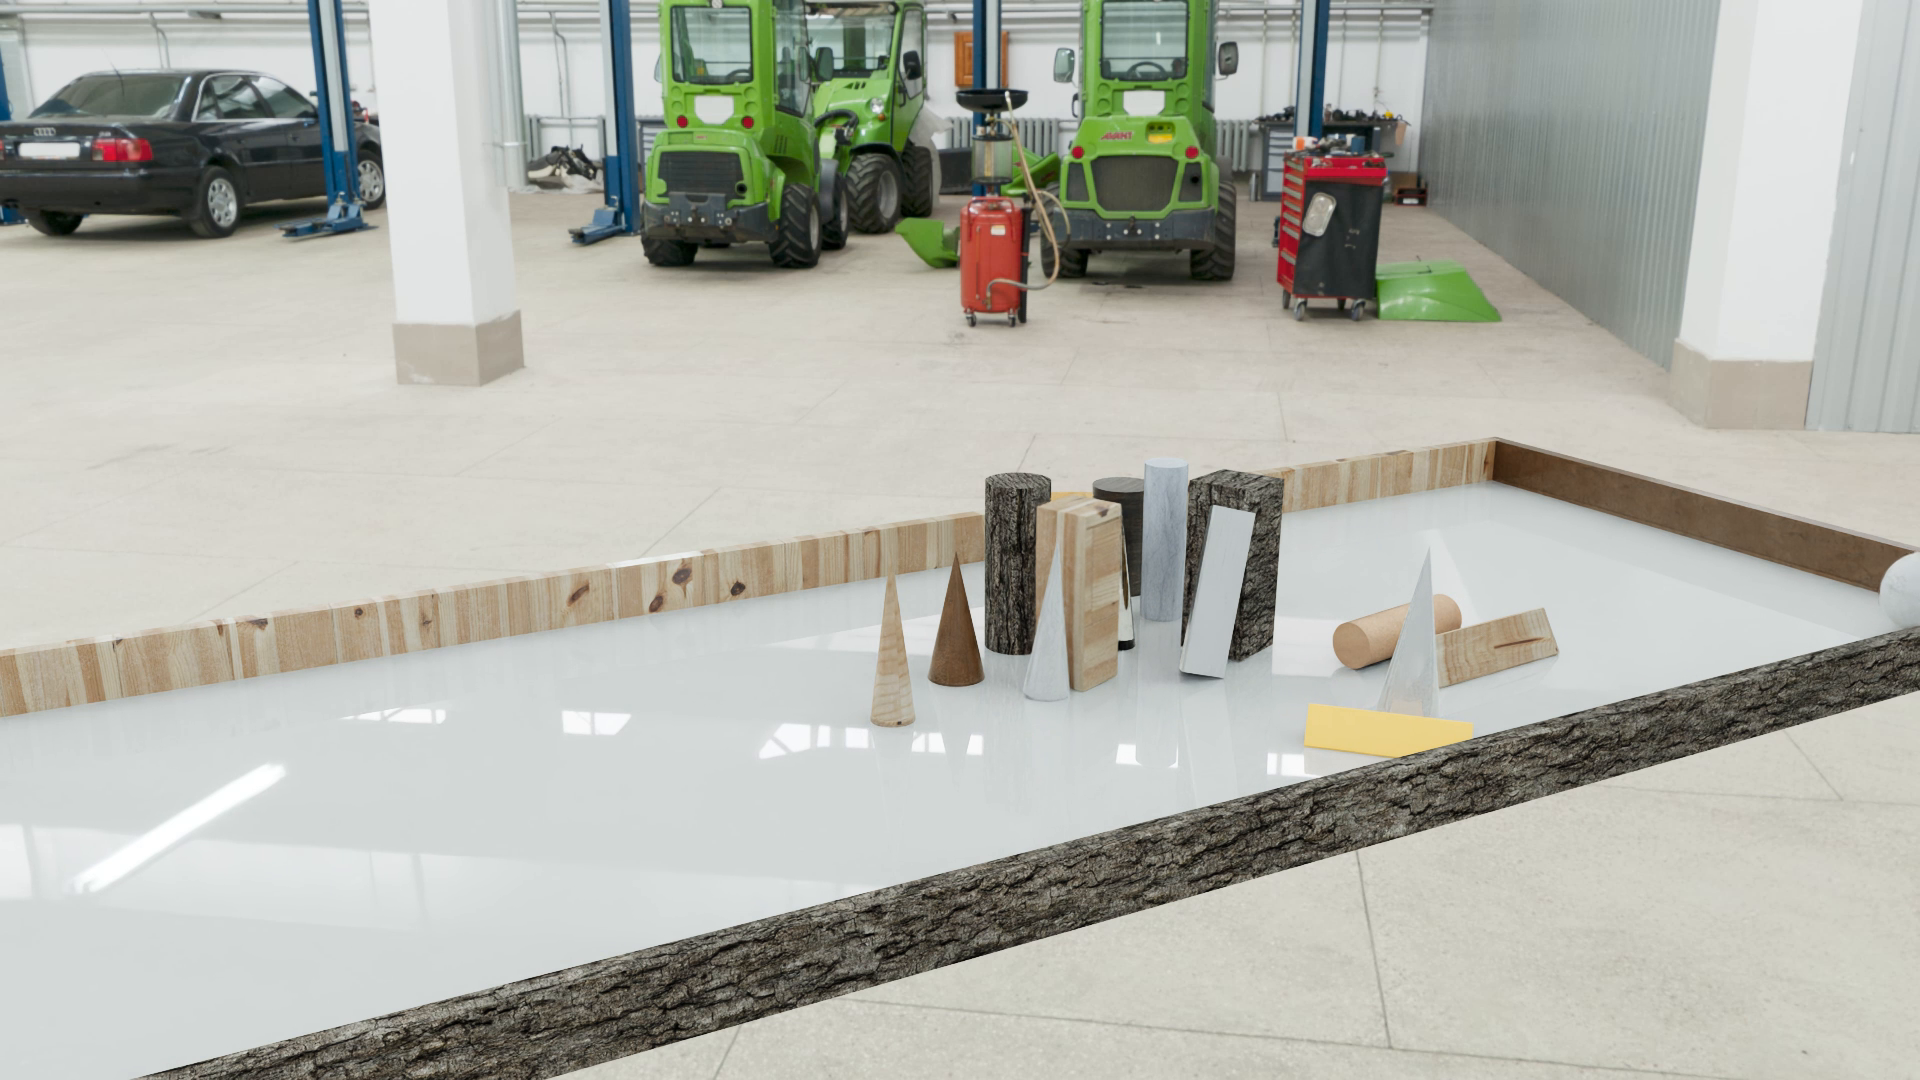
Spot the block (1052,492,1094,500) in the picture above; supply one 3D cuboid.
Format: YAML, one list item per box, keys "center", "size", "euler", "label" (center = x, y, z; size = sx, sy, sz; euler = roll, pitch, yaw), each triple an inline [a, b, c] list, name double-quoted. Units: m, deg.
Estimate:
- center: [0.298, 0.045, 4.612]
  size: [0.144, 0.333, 0.144]
  euler: [0, 16, 1]
  label: "block"

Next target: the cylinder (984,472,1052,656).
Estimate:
- center: [0.151, 0.062, 4.345]
  size: [0.172, 0.451, 0.172]
  euler: [0, 16, 0]
  label: "cylinder"

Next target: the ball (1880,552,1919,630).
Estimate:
- center: [2.613, 0.145, 4.448]
  size: [0.232, 0.232, 0.232]
  euler: [0, 16, 0]
  label: "ball"

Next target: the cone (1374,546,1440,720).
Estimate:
- center: [1.060, 0.220, 3.818]
  size: [0.158, 0.436, 0.158]
  euler: [3, 15, -1]
  label: "cone"

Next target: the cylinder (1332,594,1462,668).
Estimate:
- center: [1.151, 0.238, 4.331]
  size: [0.380, 0.121, 0.121]
  euler: [-12, 20, -36]
  label: "cylinder"

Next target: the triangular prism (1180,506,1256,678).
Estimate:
- center: [0.627, 0.126, 4.182]
  size: [0.126, 0.423, 0.109]
  euler: [10, 1, -25]
  label: "triangular prism"

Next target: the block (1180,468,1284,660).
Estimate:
- center: [0.715, 0.062, 4.333]
  size: [0.179, 0.453, 0.179]
  euler: [12, 19, 36]
  label: "block"

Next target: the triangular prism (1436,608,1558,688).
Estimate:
- center: [1.345, 0.265, 4.245]
  size: [0.457, 0.111, 0.128]
  euler: [-10, 19, -31]
  label: "triangular prism"

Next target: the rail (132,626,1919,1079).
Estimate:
- center: [-2.336, 1.006, 1.665]
  size: [12.000, 0.150, 0.050]
  euler: [-9, 18, -27]
  label: "rail"

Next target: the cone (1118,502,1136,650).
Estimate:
- center: [0.418, 0.086, 4.350]
  size: [0.102, 0.402, 0.102]
  euler: [0, 16, 0]
  label: "cone"

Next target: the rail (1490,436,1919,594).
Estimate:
- center: [2.466, -0.048, 5.253]
  size: [0.050, 0.150, 2.100]
  euler: [-9, 18, -27]
  label: "rail"

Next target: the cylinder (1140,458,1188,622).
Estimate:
- center: [0.566, -0.001, 4.576]
  size: [0.119, 0.441, 0.119]
  euler: [0, 16, 0]
  label: "cylinder"

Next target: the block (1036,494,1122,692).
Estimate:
- center: [0.293, 0.131, 4.107]
  size: [0.148, 0.451, 0.148]
  euler: [13, 21, 38]
  label: "block"

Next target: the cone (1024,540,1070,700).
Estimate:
- center: [0.225, 0.181, 4.010]
  size: [0.117, 0.405, 0.117]
  euler: [3, 17, -1]
  label: "cone"

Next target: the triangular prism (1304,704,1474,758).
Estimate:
- center: [0.969, 0.431, 3.729]
  size: [0.361, 0.085, 0.098]
  euler: [6, 17, 18]
  label: "triangular prism"

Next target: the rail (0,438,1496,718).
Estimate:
- center: [-3.305, 0.497, 3.399]
  size: [12.000, 0.150, 0.050]
  euler: [-9, 18, -27]
  label: "rail"

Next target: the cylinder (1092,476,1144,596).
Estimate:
- center: [0.474, -0.010, 4.831]
  size: [0.180, 0.315, 0.180]
  euler: [0, 16, 0]
  label: "cylinder"

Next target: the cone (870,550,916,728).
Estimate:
- center: [-0.159, 0.222, 3.853]
  size: [0.109, 0.421, 0.109]
  euler: [0, 16, 0]
  label: "cone"

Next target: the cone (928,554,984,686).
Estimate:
- center: [-0.010, 0.185, 4.132]
  size: [0.147, 0.334, 0.147]
  euler: [0, 16, 0]
  label: "cone"
